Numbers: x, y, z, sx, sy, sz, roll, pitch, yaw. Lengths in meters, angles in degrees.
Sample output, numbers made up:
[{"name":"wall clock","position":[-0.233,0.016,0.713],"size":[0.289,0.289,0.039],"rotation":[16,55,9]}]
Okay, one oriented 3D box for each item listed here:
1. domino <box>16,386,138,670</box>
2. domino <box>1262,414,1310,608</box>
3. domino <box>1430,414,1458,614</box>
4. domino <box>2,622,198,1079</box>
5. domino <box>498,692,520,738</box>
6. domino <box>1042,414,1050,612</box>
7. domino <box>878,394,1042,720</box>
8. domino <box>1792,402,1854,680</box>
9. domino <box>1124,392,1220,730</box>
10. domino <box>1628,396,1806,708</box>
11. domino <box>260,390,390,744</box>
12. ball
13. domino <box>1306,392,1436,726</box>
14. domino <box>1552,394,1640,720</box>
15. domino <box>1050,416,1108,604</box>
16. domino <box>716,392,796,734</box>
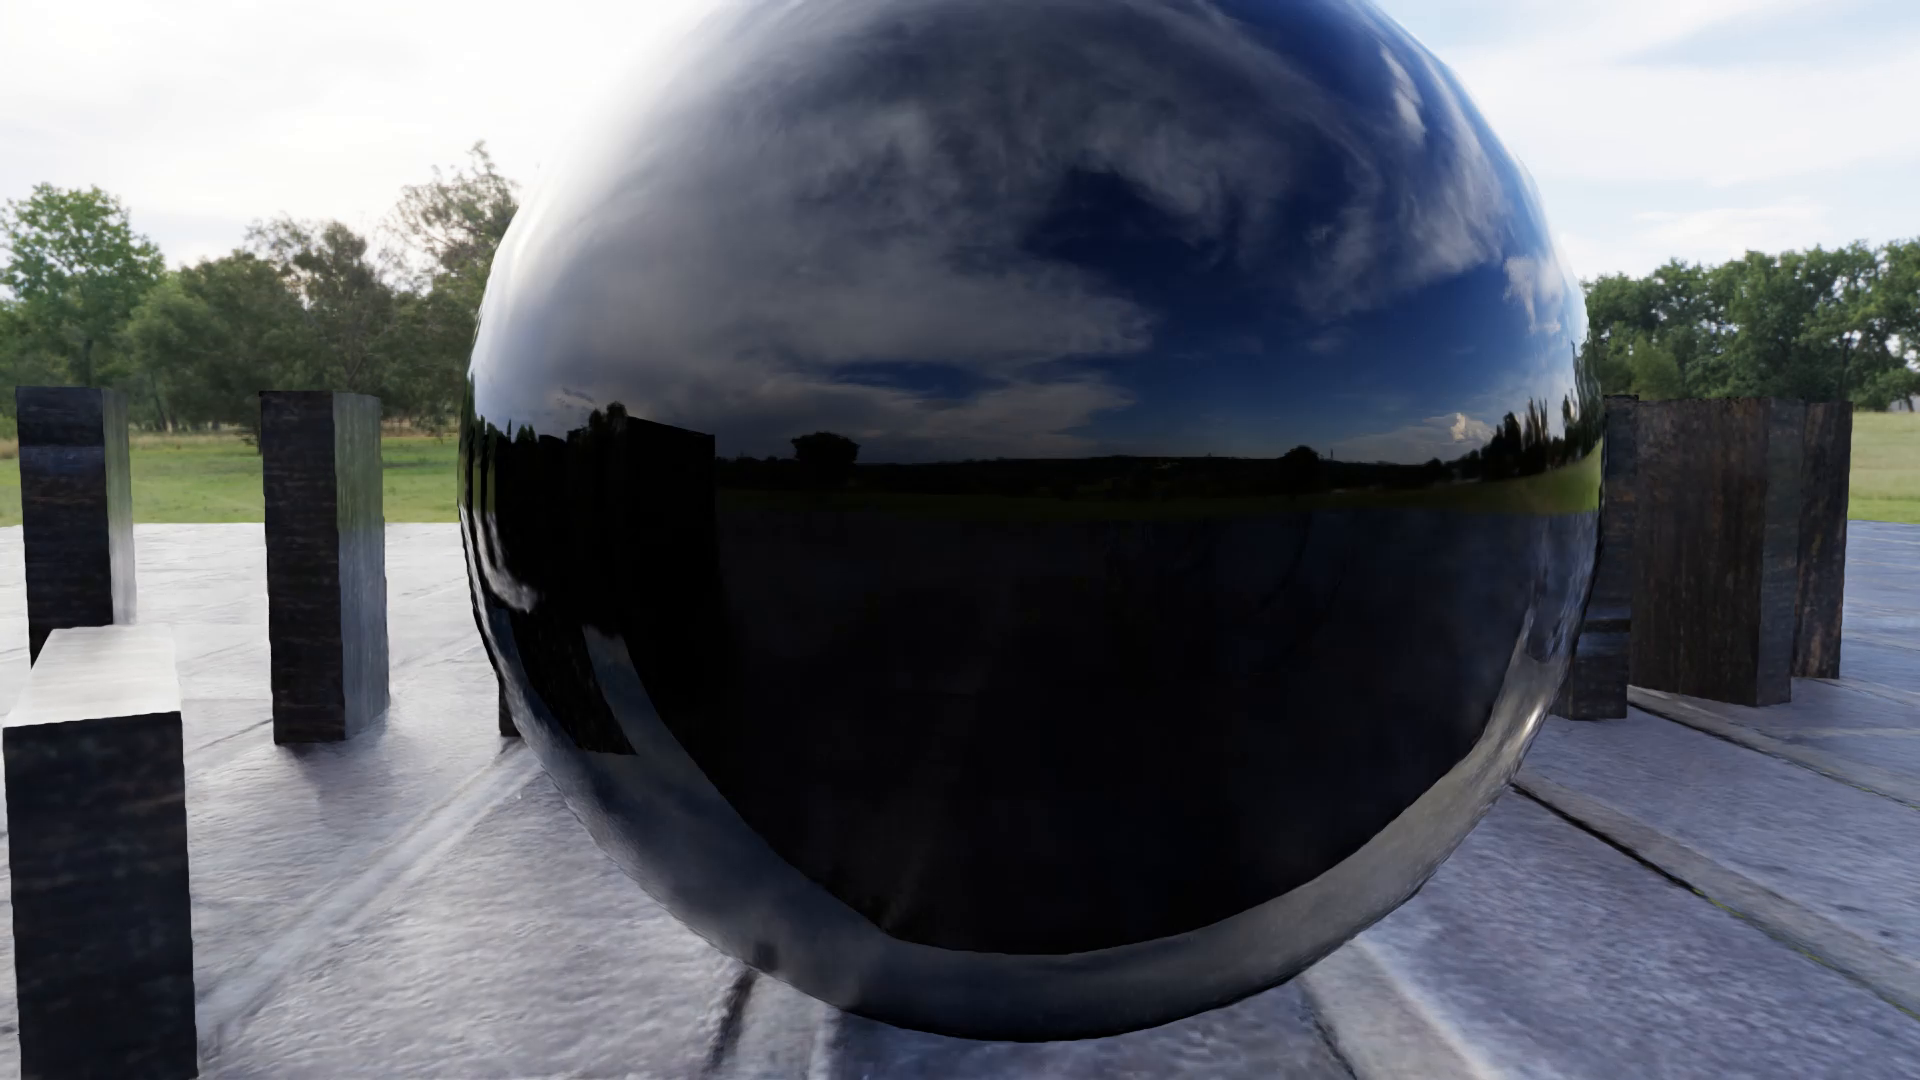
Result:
[{"name":"domino","position":[-0.125,0.004,0.184],"size":[0.010,0.050,0.025],"rotation":[-2,5,-26]},{"name":"domino","position":[0.090,-0.008,0.343],"size":[0.010,0.050,0.025],"rotation":[3,5,31]},{"name":"domino","position":[0.115,-0.007,0.323],"size":[0.010,0.050,0.025],"rotation":[4,6,43]},{"name":"domino","position":[-0.069,0.022,0.104],"size":[0.010,0.025,0.050],"rotation":[-3,5,-32]},{"name":"domino","position":[-0.063,0.003,0.197],"size":[0.010,0.050,0.025],"rotation":[0,4,-5]},{"name":"domino","position":[0.010,-0.007,0.327],"size":[0.025,0.050,0.010],"rotation":[2,5,21]},{"name":"domino","position":[0.000,0.002,0.201],"size":[0.025,0.050,0.009],"rotation":[0,4,0]},{"name":"domino","position":[0.150,0.000,0.240],"size":[0.025,0.050,0.010],"rotation":[2,5,27]},{"name":"domino","position":[0.033,0.002,0.202],"size":[0.009,0.050,0.025],"rotation":[0,4,-3]},{"name":"domino","position":[0.127,0.001,0.218],"size":[0.010,0.050,0.025],"rotation":[-2,5,-28]},{"name":"domino","position":[-0.095,0.003,0.193],"size":[0.010,0.050,0.025],"rotation":[-1,4,-10]},{"name":"ball","position":[0.004,-0.005,0.097],"size":[0.080,0.080,0.080],"rotation":[0,4,0]},{"name":"domino","position":[0.065,0.002,0.204],"size":[0.009,0.050,0.025],"rotation":[0,4,-6]},{"name":"domino","position":[0.096,0.002,0.209],"size":[0.010,0.050,0.025],"rotation":[-1,4,-11]},{"name":"domino","position":[0.029,-0.009,0.352],"size":[0.010,0.050,0.025],"rotation":[-2,5,-28]},{"name":"domino","position":[-0.031,0.003,0.200],"size":[0.009,0.050,0.025],"rotation":[0,4,-4]}]
